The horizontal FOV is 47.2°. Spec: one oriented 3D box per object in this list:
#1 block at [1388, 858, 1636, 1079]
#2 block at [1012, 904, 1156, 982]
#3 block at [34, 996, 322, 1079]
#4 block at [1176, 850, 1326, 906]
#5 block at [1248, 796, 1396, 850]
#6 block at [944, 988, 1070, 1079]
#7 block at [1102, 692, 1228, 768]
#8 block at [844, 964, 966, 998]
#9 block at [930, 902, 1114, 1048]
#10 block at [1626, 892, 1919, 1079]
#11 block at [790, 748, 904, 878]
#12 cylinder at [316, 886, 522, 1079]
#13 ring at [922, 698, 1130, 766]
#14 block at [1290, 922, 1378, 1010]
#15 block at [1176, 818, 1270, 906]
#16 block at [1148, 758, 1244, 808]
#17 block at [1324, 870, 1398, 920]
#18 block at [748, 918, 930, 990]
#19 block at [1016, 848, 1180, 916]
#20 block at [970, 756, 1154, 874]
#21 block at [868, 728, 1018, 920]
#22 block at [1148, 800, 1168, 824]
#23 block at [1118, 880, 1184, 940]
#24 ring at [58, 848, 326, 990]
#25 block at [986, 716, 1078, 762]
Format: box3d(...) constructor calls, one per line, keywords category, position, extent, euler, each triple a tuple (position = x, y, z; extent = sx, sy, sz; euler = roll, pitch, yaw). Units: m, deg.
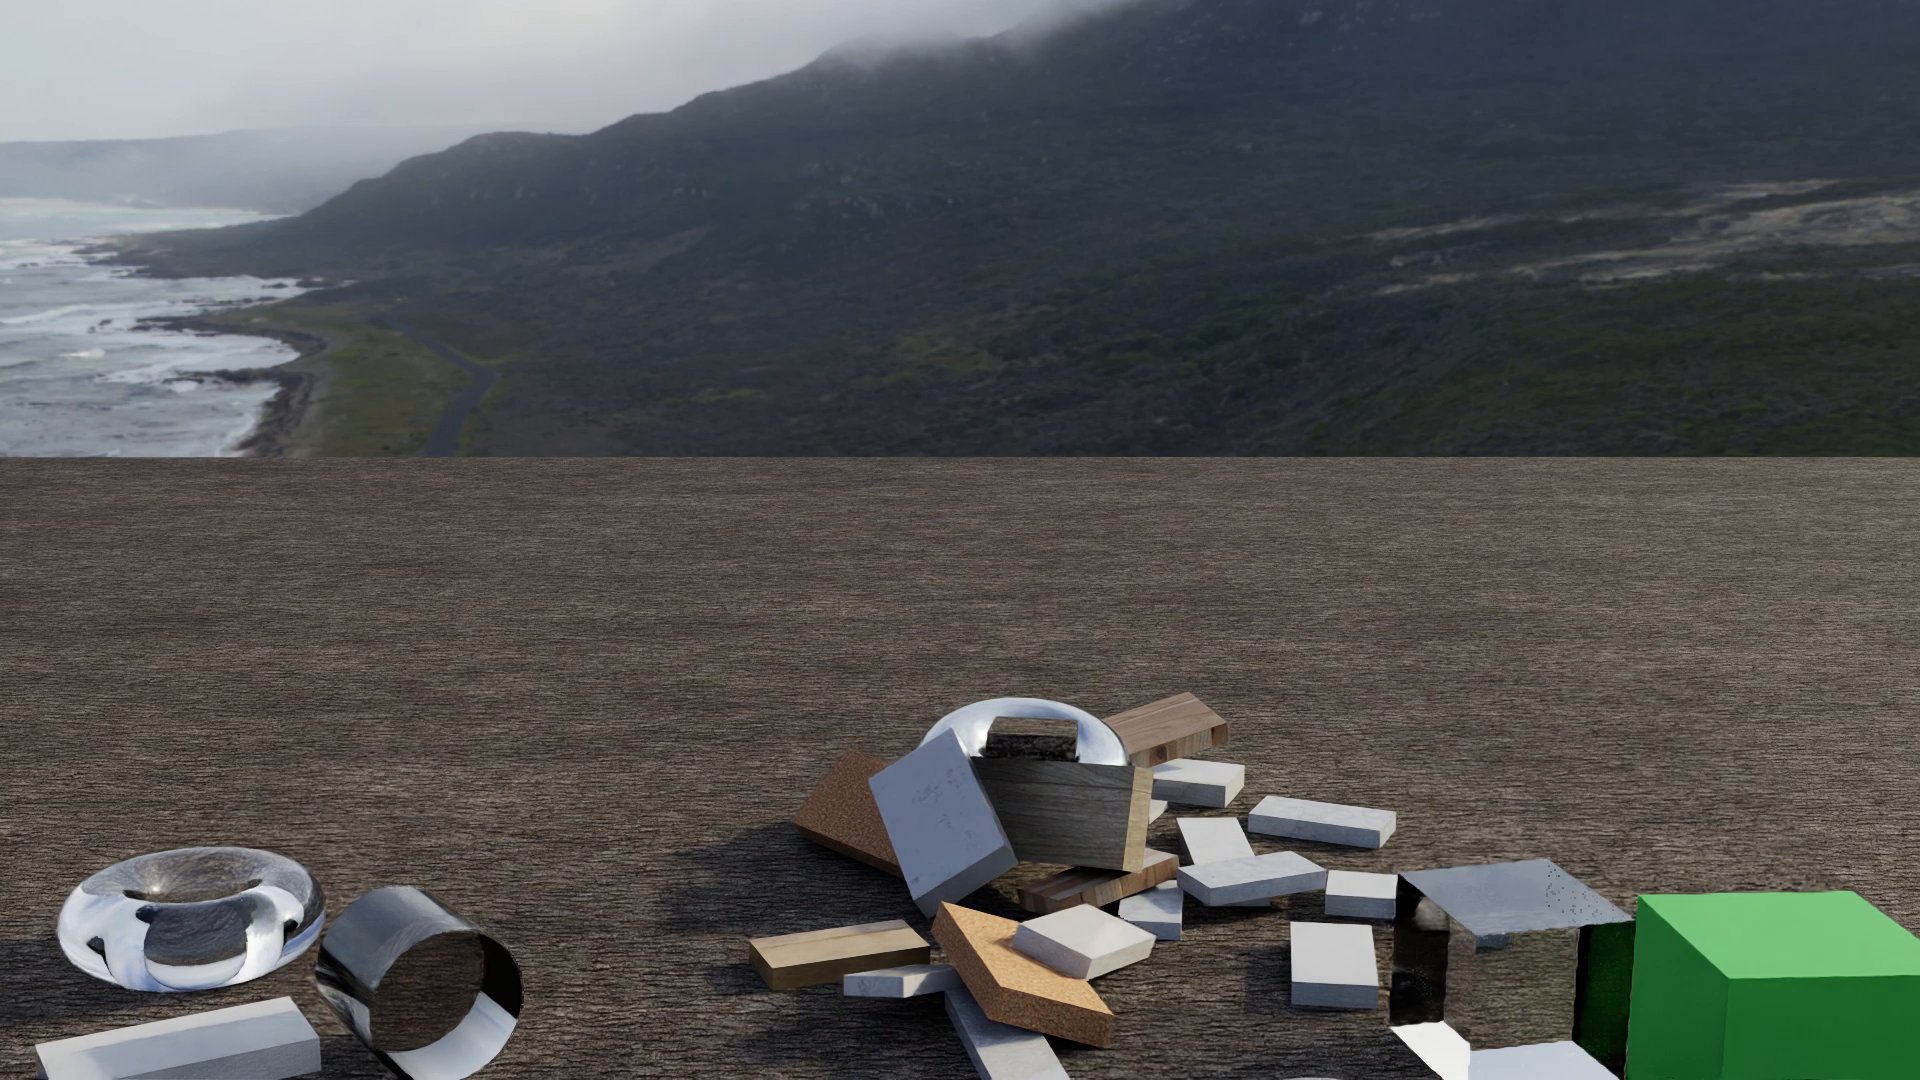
box3d(category="block", position=(0.747, 0.593, 2.995), extent=(0.231, 0.231, 0.231), euler=(-3, 13, -15))
box3d(category="block", position=(0.188, 0.601, 3.300), extent=(0.125, 0.035, 0.249), euler=(22, 8, 26))
box3d(category="block", position=(-1.052, 0.697, 2.961), extent=(0.336, 0.048, 0.168), euler=(-6, 12, -30))
box3d(category="block", position=(0.478, 0.554, 3.607), extent=(0.218, 0.031, 0.109), euler=(-5, 11, -23))
box3d(category="block", position=(0.658, 0.512, 3.996), extent=(0.242, 0.034, 0.121), euler=(5, 12, 24))
box3d(category="block", position=(0.088, 0.716, 2.911), extent=(0.100, 0.028, 0.596), euler=(-2, 11, -12))
box3d(category="block", position=(0.283, 0.404, 4.249), extent=(0.454, 0.042, 0.149), euler=(-16, 26, -20))
box3d(category="block", position=(-0.070, 0.635, 3.173), extent=(0.100, 0.028, 0.201), euler=(-5, -7, 31))
box3d(category="block", position=(0.084, 0.626, 3.190), extent=(0.173, 0.049, 0.346), euler=(18, 5, -17))
box3d(category="block", position=(1.021, 0.621, 2.719), extent=(0.284, 0.284, 0.284), euler=(0, 11, -4))
box3d(category="block", position=(-0.130, 0.482, 3.845), extent=(0.346, 0.049, 0.173), euler=(12, 56, 49))
box3d(category="cylinder", position=(-0.740, 0.605, 3.006), extent=(0.212, 0.212, 0.212), euler=(-7, 13, -34))
box3d(category="ring", position=(0.116, 0.418, 4.029), extent=(0.401, 0.134, 0.401), euler=(2, 24, -1))
box3d(category="block", position=(0.561, 0.638, 3.313), extent=(0.125, 0.035, 0.249), euler=(1, 11, 8))
box3d(category="block", position=(0.450, 0.552, 3.791), extent=(0.109, 0.031, 0.379), euler=(0, 11, -1))
box3d(category="block", position=(0.385, 0.460, 4.251), extent=(0.299, 0.042, 0.149), euler=(4, 11, 21))
box3d(category="block", position=(0.724, 0.585, 3.602), extent=(0.242, 0.034, 0.121), euler=(2, 11, 12))
box3d(category="block", position=(-0.184, 0.631, 3.352), extent=(0.249, 0.035, 0.125), euler=(-4, 11, -21))
box3d(category="block", position=(0.229, 0.561, 3.606), extent=(0.242, 0.034, 0.121), euler=(-15, 9, -30))
box3d(category="block", position=(0.130, 0.458, 3.712), extent=(0.048, 0.168, 0.455), euler=(17, -13, -43))
box3d(category="block", position=(-0.033, 0.468, 3.678), extent=(0.173, 0.049, 0.347), euler=(-32, 32, 3))
box3d(category="block", position=(0.344, 0.504, 4.089), extent=(0.053, 0.015, 0.106), euler=(5, 11, 23))
box3d(category="block", position=(0.310, 0.596, 3.559), extent=(0.100, 0.028, 0.201), euler=(1, 11, 7))
box3d(category="ring", position=(-1.177, 0.579, 3.381), extent=(0.391, 0.130, 0.391), euler=(1, 11, 0))
box3d(category="block", position=(0.129, 0.346, 3.838), extent=(0.149, 0.042, 0.299), euler=(2, 1, 4))
